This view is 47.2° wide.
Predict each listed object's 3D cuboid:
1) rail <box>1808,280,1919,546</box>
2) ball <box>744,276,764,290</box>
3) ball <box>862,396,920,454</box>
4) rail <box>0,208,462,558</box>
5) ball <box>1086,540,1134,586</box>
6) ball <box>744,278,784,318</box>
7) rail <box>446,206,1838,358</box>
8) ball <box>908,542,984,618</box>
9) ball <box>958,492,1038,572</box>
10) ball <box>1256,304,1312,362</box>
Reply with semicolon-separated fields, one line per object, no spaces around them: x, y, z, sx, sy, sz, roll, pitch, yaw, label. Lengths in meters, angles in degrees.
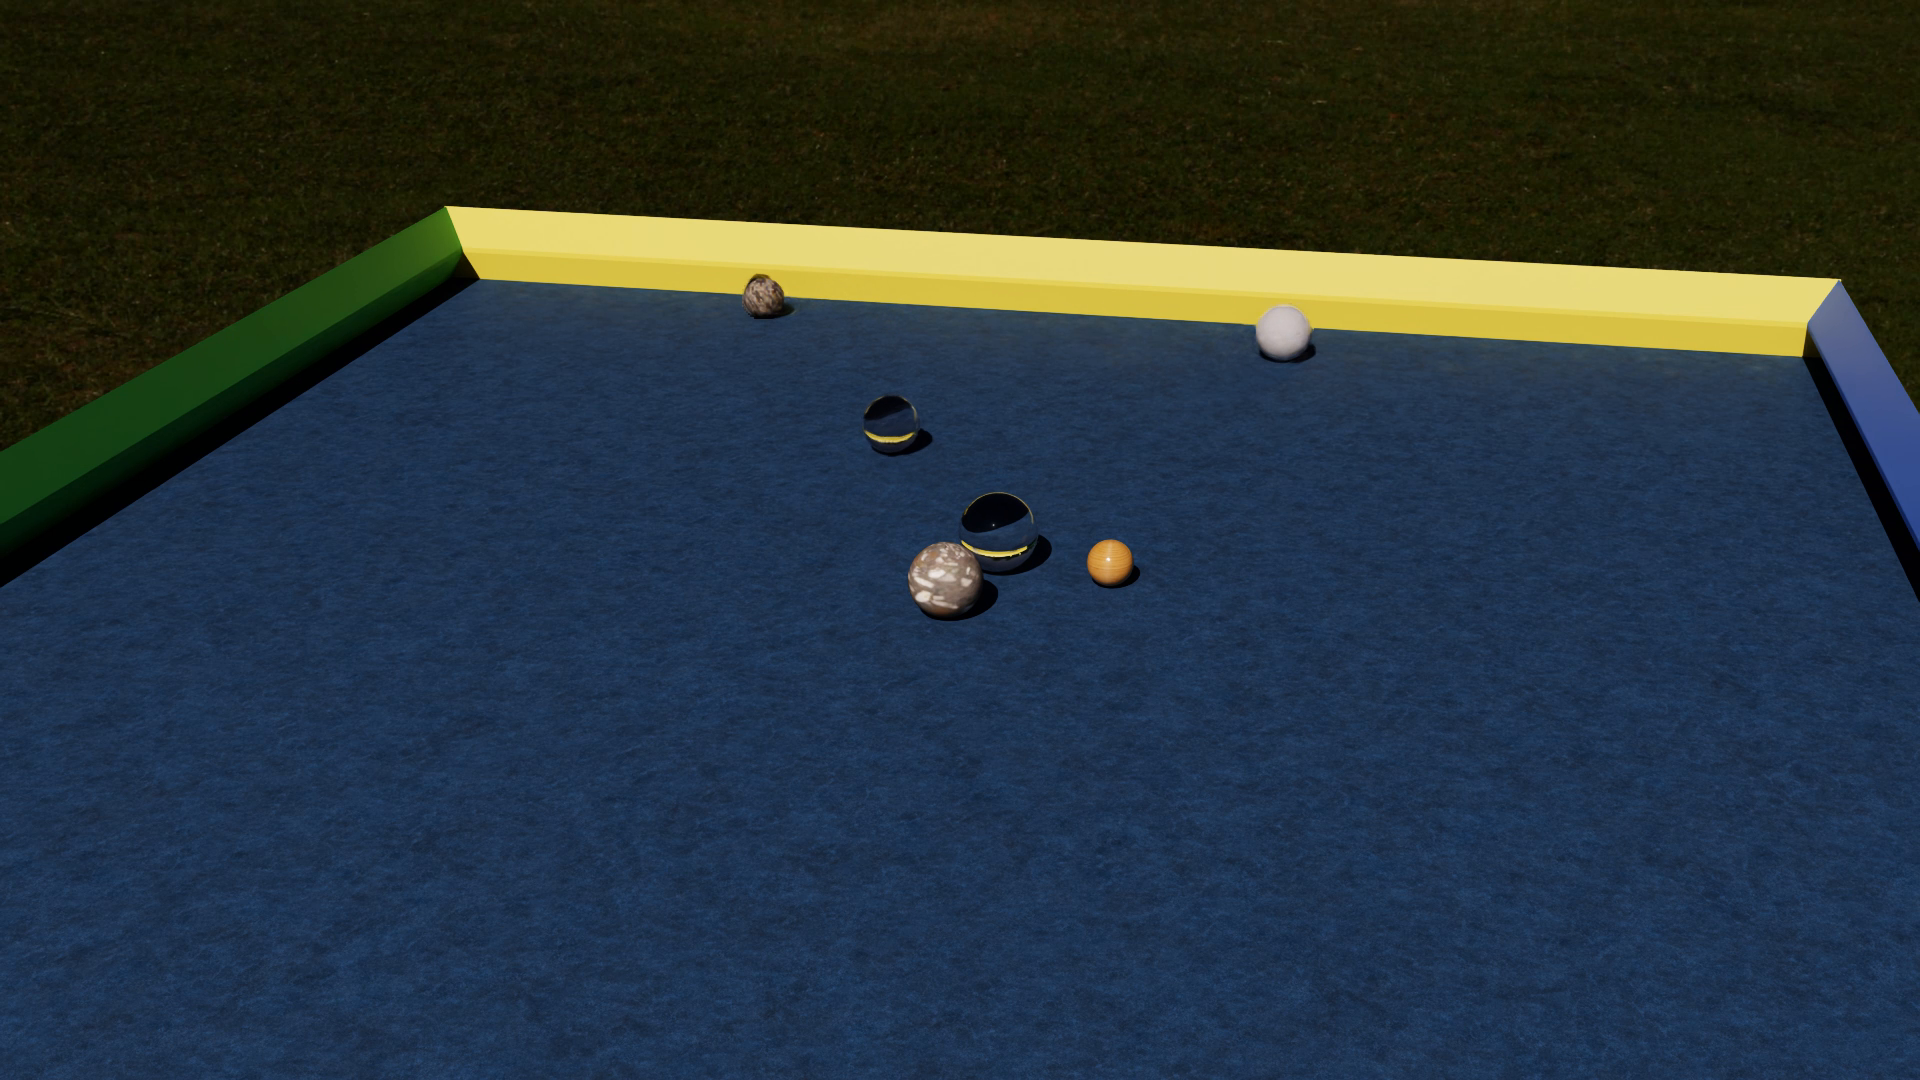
0.854;0.463;1.372;0.045;0.122;4.353;5;23;11;rail
-0.333;-0.414;3.634;0.047;0.047;0.047;0;22;0;ball
-0.093;-0.155;2.957;0.078;0.078;0.078;0;22;0;ball
-1.305;0.291;1.796;0.045;0.122;4.353;5;23;11;rail
0.174;0.026;2.540;0.055;0.055;0.055;0;22;0;ball
-0.317;-0.392;3.556;0.065;0.065;0.065;0;22;0;ball
0.221;-0.415;3.535;2.255;0.122;0.045;5;23;11;rail
-0.016;0.045;2.455;0.085;0.085;0.085;0;22;0;ball
0.045;-0.009;2.575;0.094;0.094;0.094;0;22;0;ball
0.491;-0.314;3.337;0.085;0.085;0.085;0;22;0;ball
